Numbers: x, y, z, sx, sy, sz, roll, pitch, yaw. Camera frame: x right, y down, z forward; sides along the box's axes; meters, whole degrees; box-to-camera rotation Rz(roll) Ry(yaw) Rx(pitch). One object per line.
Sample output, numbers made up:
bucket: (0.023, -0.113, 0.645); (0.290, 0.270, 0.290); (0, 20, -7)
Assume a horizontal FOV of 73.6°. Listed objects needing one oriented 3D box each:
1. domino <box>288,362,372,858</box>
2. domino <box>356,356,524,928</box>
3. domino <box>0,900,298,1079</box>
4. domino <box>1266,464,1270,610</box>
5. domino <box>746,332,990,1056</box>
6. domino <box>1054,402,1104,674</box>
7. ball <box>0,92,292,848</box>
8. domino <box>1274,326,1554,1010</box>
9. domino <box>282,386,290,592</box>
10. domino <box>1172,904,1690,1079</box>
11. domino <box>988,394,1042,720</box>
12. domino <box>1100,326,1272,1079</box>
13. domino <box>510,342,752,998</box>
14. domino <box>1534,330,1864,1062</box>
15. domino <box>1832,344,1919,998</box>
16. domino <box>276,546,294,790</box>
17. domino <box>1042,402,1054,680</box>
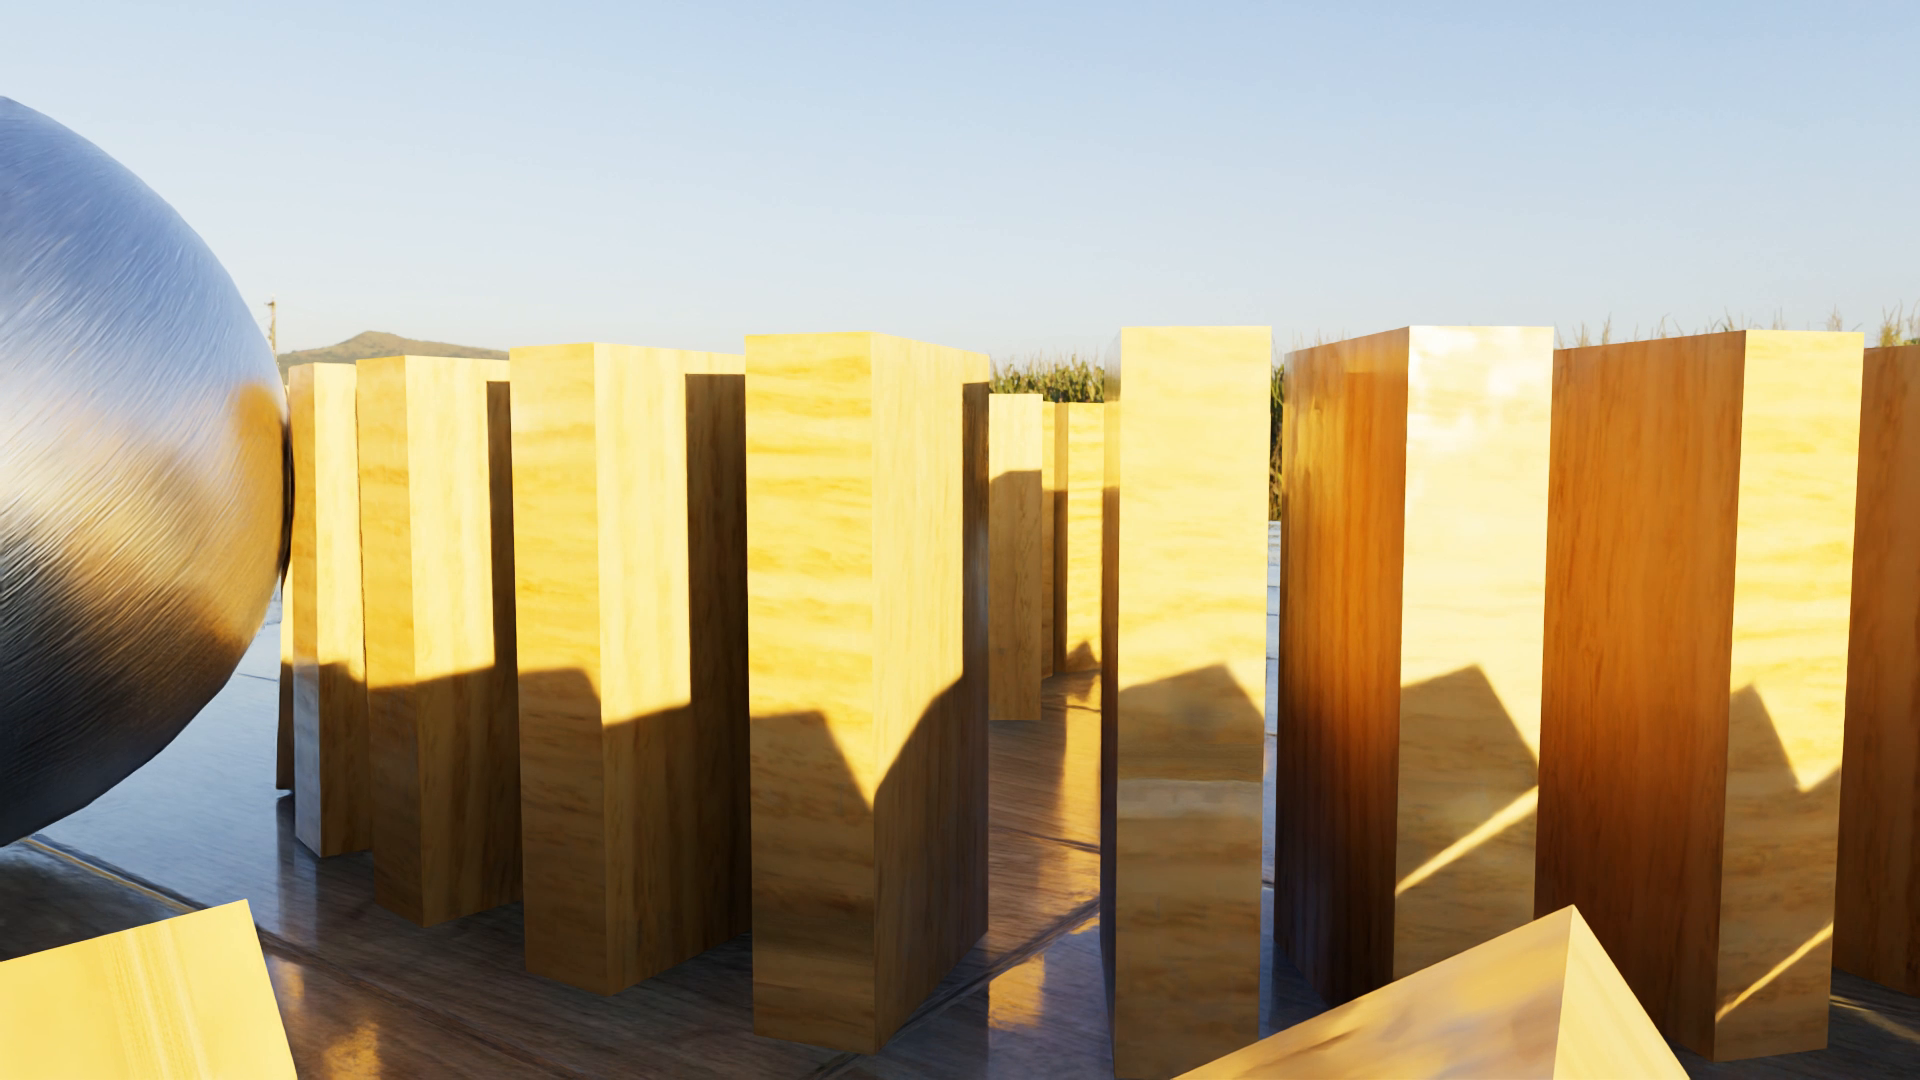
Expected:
domino: (-0.058, 0.007, 0.141); (0.025, 0.050, 0.009); (-2, 5, -41)
domino: (-0.043, 0.008, 0.123); (0.009, 0.050, 0.025); (4, 6, 41)
domino: (-0.033, 0.023, 0.023); (0.050, 0.009, 0.025); (-38, -20, 35)
domino: (0.077, -0.008, 0.341); (0.009, 0.050, 0.025); (1, 4, 10)
domino: (-0.006, 0.010, 0.101); (0.009, 0.050, 0.025); (2, 5, 20)
domino: (0.016, -0.001, 0.249); (0.009, 0.050, 0.025); (-3, 6, -39)
ball: (-0.109, -0.007, 0.124); (0.080, 0.080, 0.080); (0, 4, 0)
domino: (0.033, 0.010, 0.096); (0.009, 0.050, 0.025); (0, 4, -4)
domino: (-0.078, 0.004, 0.176); (0.025, 0.050, 0.009); (-1, 4, -15)
domino: (-0.014, 0.023, 0.015); (0.050, 0.009, 0.025); (-36, -11, 26)
domino: (0.000, 0.002, 0.201); (0.025, 0.050, 0.009); (0, 4, 0)
domino: (0.016, 0.010, 0.096); (0.009, 0.050, 0.025); (0, 4, 4)
domino: (-0.024, 0.009, 0.110); (0.009, 0.050, 0.025); (3, 5, 32)
domino: (0.054, 0.010, 0.100); (0.009, 0.050, 0.025); (-1, 4, -13)
domino: (0.075, 0.010, 0.106); (0.009, 0.050, 0.025); (-2, 5, -24)
domino: (-0.071, 0.005, 0.161); (0.025, 0.050, 0.009); (2, 3, -27)
domino: (0.004, 0.000, 0.236); (0.025, 0.050, 0.009); (2, 5, 29)
